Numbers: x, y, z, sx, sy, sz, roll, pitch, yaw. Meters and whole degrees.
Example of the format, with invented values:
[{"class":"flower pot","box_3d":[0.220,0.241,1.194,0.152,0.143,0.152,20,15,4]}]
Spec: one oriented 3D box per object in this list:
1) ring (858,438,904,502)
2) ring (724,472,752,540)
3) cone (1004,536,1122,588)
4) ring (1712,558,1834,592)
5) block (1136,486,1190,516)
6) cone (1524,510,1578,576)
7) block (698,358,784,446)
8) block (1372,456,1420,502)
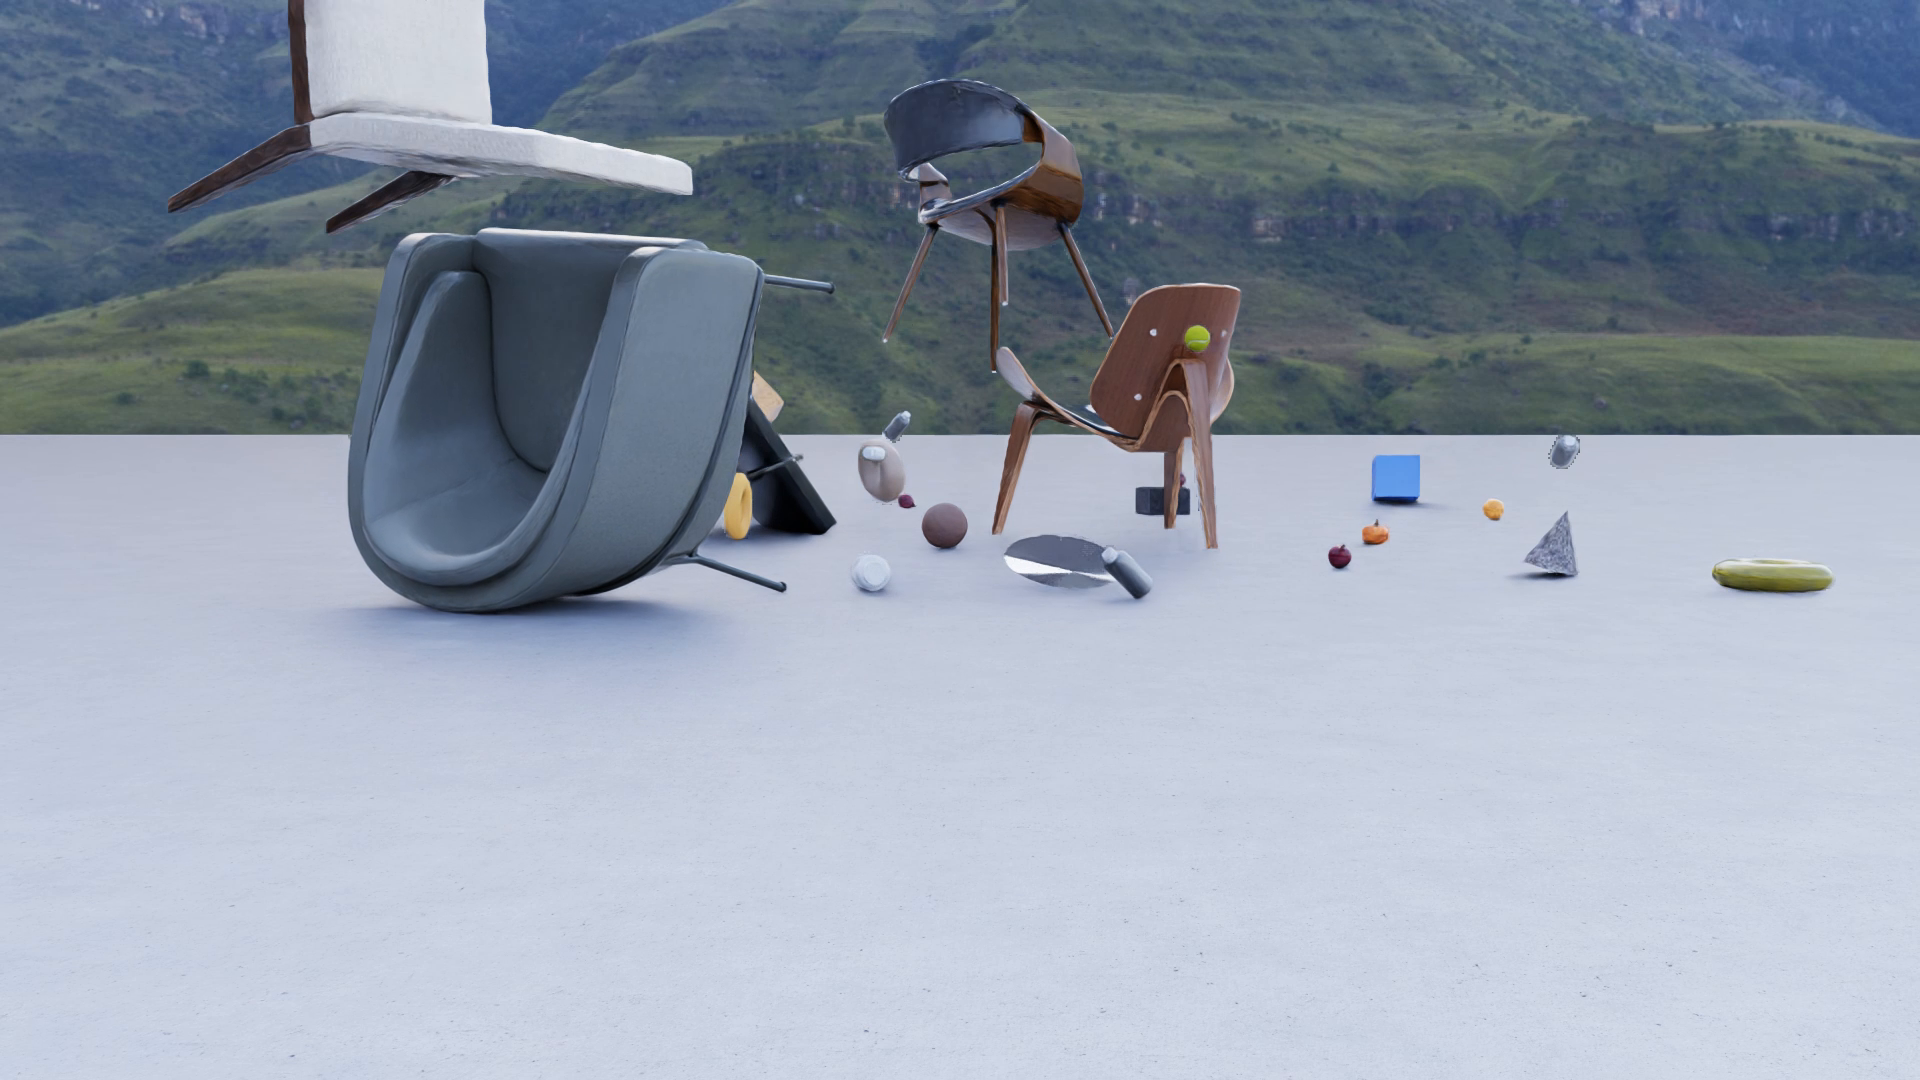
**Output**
[{"class":"ring","box_3d":[-0.258,-0.230,7.225,0.087,0.170,0.242,0,47,-36]},{"class":"ring","box_3d":[-0.658,-0.100,6.514,0.057,0.213,0.095,13,23,25]},{"class":"cone","box_3d":[0.262,0.071,5.085,0.274,0.117,0.260,8,-7,15]},{"class":"ring","box_3d":[1.829,0.079,4.951,0.261,0.062,0.216,3,6,29]},{"class":"block","box_3d":[0.728,-0.140,7.900,0.155,0.094,0.137,-1,4,-16]},{"class":"cone","box_3d":[1.441,-0.003,5.294,0.130,0.145,0.260,17,6,20]},{"class":"block","box_3d":[-0.836,-0.525,8.396,0.193,0.236,0.165,-41,-4,-27]},{"class":"block","box_3d":[1.720,-0.242,8.680,0.166,0.158,0.265,1,-3,8]}]
